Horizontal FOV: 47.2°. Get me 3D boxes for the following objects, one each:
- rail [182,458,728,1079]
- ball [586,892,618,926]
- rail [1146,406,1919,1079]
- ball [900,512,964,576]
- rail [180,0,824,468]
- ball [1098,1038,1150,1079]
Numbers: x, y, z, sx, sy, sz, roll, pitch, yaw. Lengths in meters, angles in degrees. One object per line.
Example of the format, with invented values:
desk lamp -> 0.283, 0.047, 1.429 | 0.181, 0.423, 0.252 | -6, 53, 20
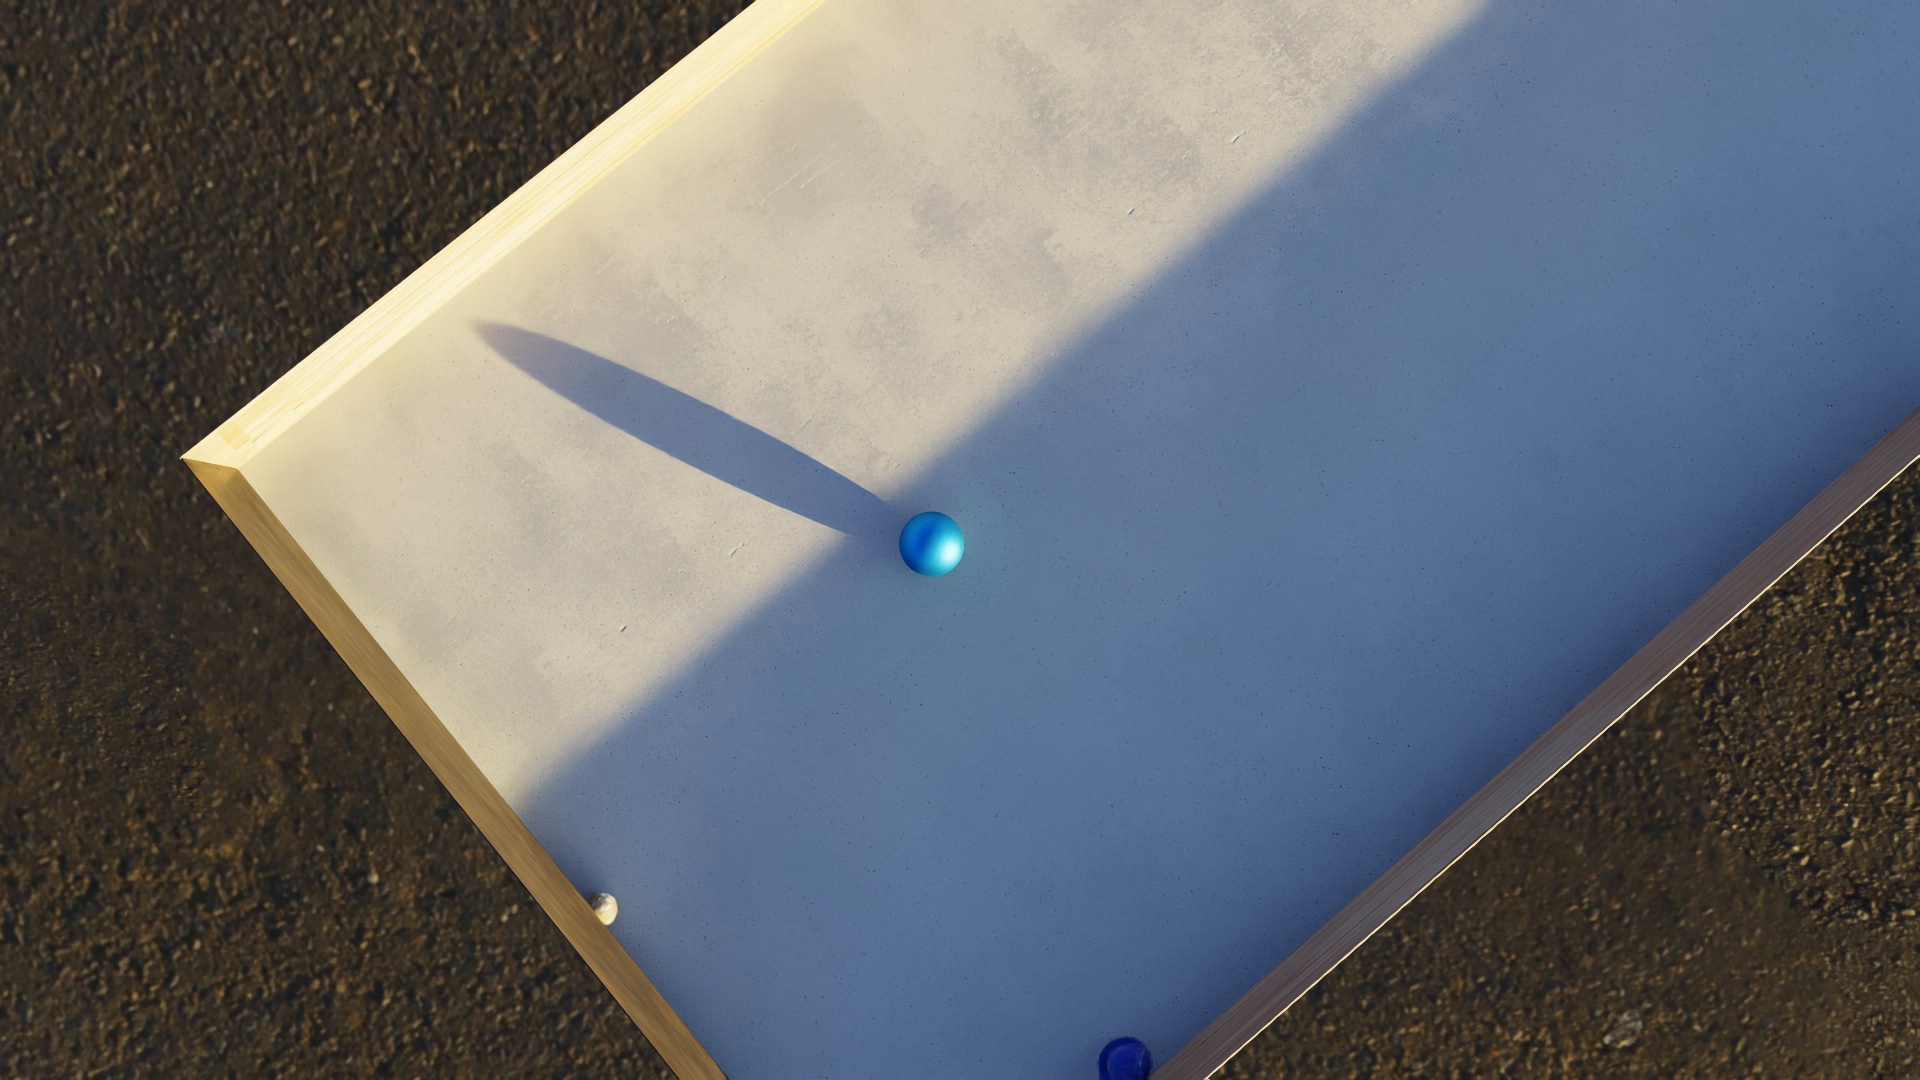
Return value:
rail -> -0.593, 0.490, 3.167 | 0.045, 0.126, 1.626 | -40, 84, -5
ball -> -0.522, 0.537, 3.200 | 0.049, 0.049, 0.049 | 0, 82, 0
rail -> 1.119, 0.085, 3.227 | 3.195, 0.126, 0.045 | -40, 84, -5
ball -> -0.042, 0.006, 3.254 | 0.097, 0.097, 0.097 | 0, 82, 0
rail -> 0.103, -1.110, 3.402 | 3.195, 0.126, 0.045 | -40, 84, -5
ball -> 0.236, 0.753, 3.155 | 0.075, 0.075, 0.075 | 0, 82, 0
